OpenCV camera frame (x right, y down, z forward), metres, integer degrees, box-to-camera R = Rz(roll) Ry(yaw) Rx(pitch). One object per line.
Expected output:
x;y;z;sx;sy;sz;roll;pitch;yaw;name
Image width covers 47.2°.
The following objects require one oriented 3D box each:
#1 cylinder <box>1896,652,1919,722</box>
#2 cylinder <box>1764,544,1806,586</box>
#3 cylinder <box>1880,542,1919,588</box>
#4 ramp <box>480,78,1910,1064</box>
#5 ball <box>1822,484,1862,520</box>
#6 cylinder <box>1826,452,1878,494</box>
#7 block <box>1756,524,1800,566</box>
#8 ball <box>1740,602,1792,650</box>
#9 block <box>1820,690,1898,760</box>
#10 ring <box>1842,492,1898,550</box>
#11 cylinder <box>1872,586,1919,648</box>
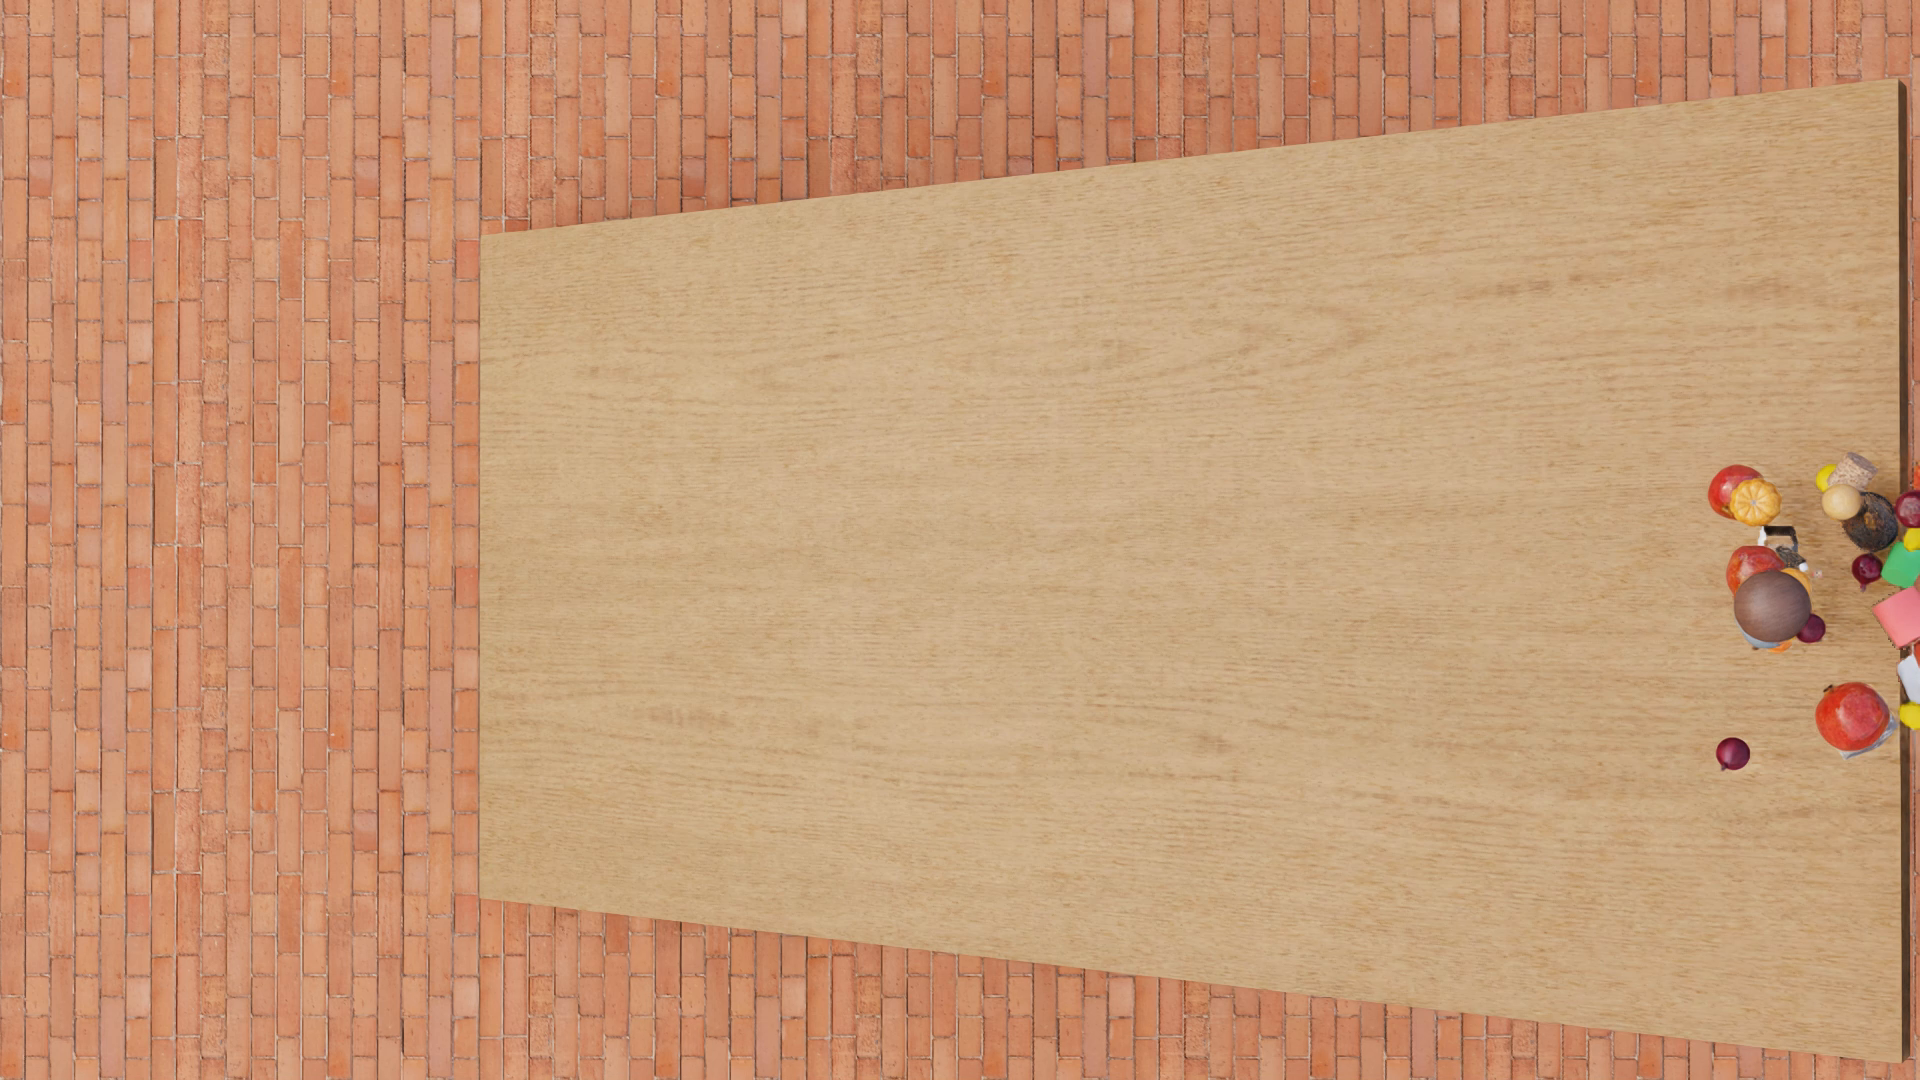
1.604;0.239;3.614;0.093;0.093;0.093;-10;59;0;cylinder
1.625;0.050;4.334;0.060;0.060;0.060;29;103;0;cylinder
1.879;0.049;4.379;0.065;0.065;0.065;31;73;0;cylinder
0.256;0.070;5.592;4.000;0.100;2.000;0;89;33;ramp
1.432;-0.062;3.571;0.060;0.060;0.060;0;90;0;ball
1.521;-0.109;3.751;0.059;0.059;0.059;28;121;0;cylinder
1.647;0.013;4.429;0.060;0.060;0.060;2;128;5;block
1.544;0.164;4.214;0.091;0.091;0.091;0;90;0;ball
1.543;0.318;3.775;0.076;0.076;0.076;-17;60;-17;block
1.820;-0.037;4.400;0.041;0.122;0.122;-17;89;-28;ring
1.816;0.148;4.220;0.089;0.089;0.089;-28;73;0;cylinder
